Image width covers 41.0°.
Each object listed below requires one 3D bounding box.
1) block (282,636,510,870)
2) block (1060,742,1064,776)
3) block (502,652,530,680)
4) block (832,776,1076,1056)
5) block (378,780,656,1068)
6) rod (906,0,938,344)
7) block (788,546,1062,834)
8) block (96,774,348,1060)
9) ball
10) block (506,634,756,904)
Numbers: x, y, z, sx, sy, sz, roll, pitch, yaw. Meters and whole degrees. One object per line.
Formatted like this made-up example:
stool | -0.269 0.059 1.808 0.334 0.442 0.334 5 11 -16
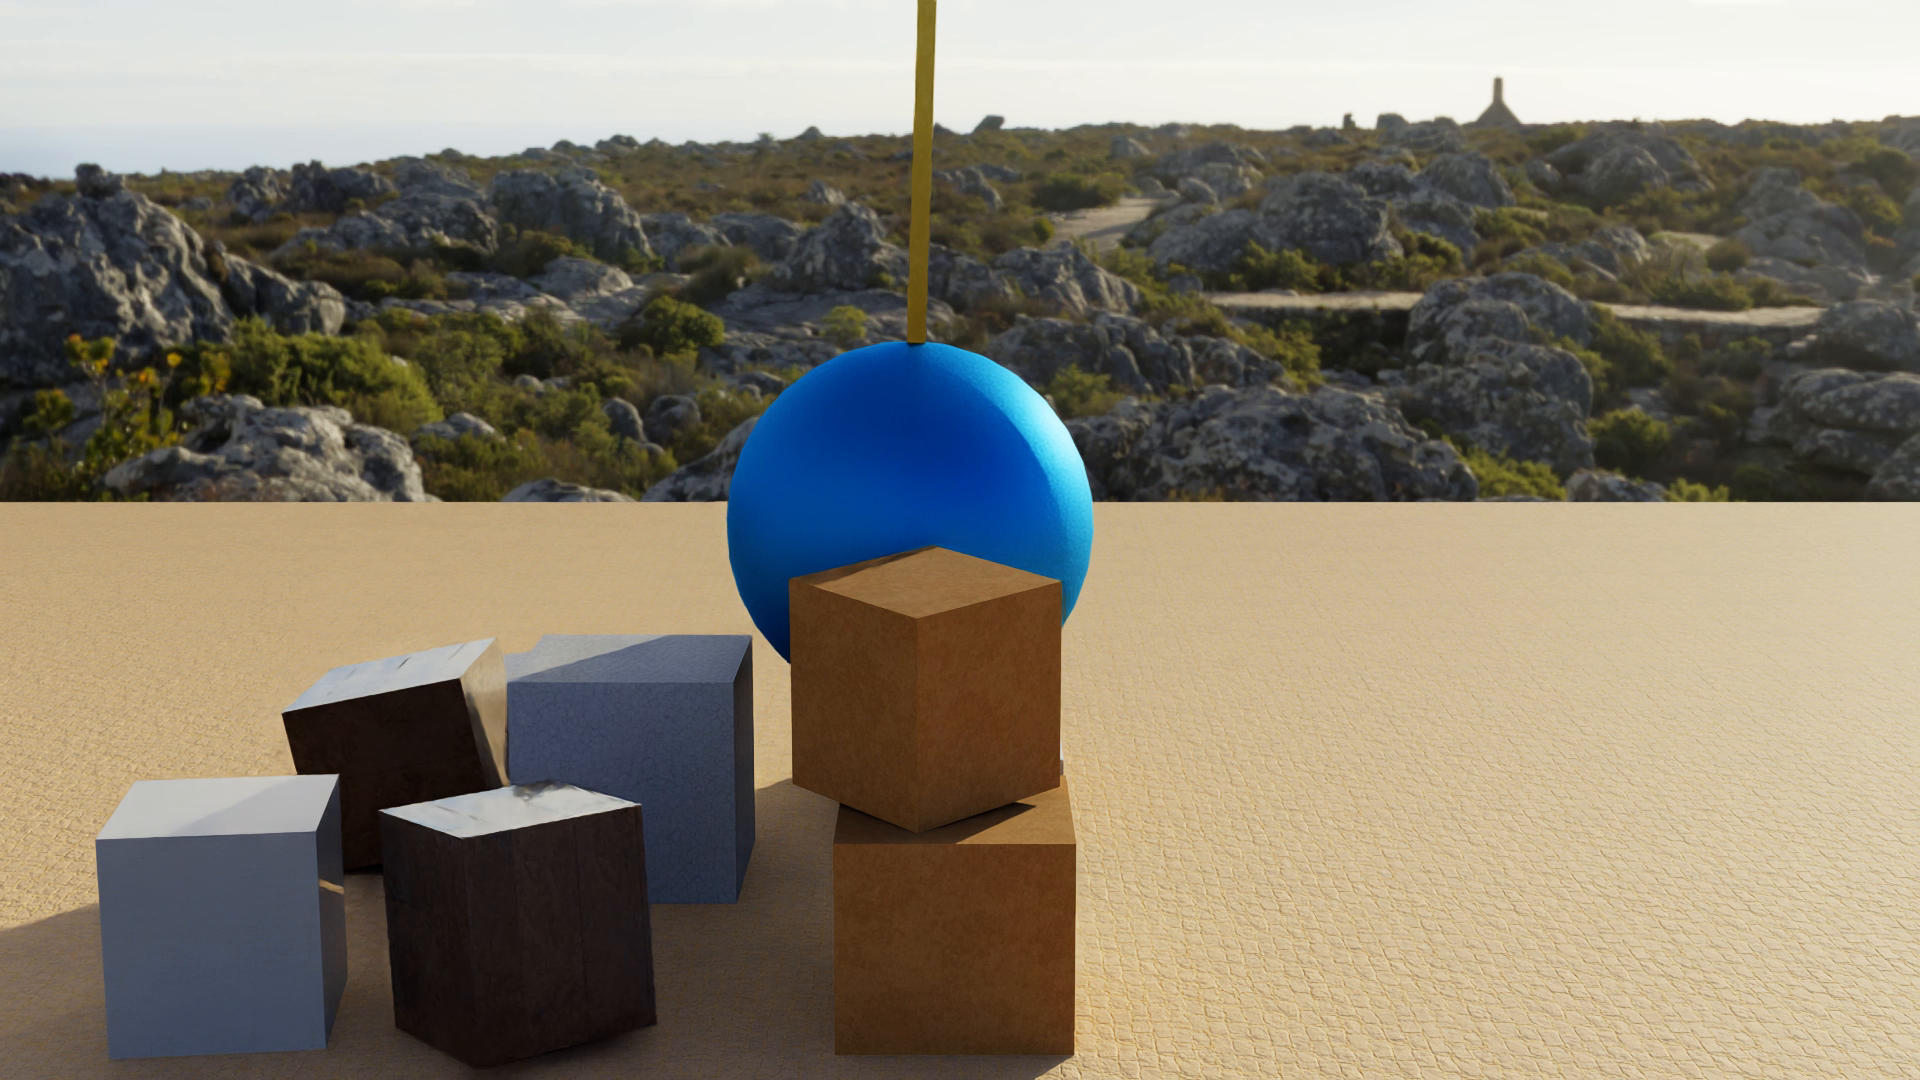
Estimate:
block | -2.502 0.969 11.722 0.808 0.754 0.843 -11 10 3
block | 0.017 1.211 10.514 0.779 0.855 0.788 0 10 0
block | -1.978 0.927 12.641 0.704 0.654 0.627 -6 12 -28
block | -0.019 1.394 9.675 0.869 0.795 0.910 0 10 0
block | -1.633 1.389 9.452 0.710 0.821 0.719 -8 7 -36
rod | -0.094 -3.408 10.561 0.080 5.200 0.080 2 10 0
block | -0.129 0.541 9.669 0.725 0.811 0.717 -13 20 -41
block | -2.741 1.391 9.609 0.766 0.824 0.770 -1 10 -7
ball | -0.218 -0.065 11.168 1.600 1.600 1.600 0 10 0
block | -1.431 0.996 11.365 0.955 0.975 0.938 0 10 0
